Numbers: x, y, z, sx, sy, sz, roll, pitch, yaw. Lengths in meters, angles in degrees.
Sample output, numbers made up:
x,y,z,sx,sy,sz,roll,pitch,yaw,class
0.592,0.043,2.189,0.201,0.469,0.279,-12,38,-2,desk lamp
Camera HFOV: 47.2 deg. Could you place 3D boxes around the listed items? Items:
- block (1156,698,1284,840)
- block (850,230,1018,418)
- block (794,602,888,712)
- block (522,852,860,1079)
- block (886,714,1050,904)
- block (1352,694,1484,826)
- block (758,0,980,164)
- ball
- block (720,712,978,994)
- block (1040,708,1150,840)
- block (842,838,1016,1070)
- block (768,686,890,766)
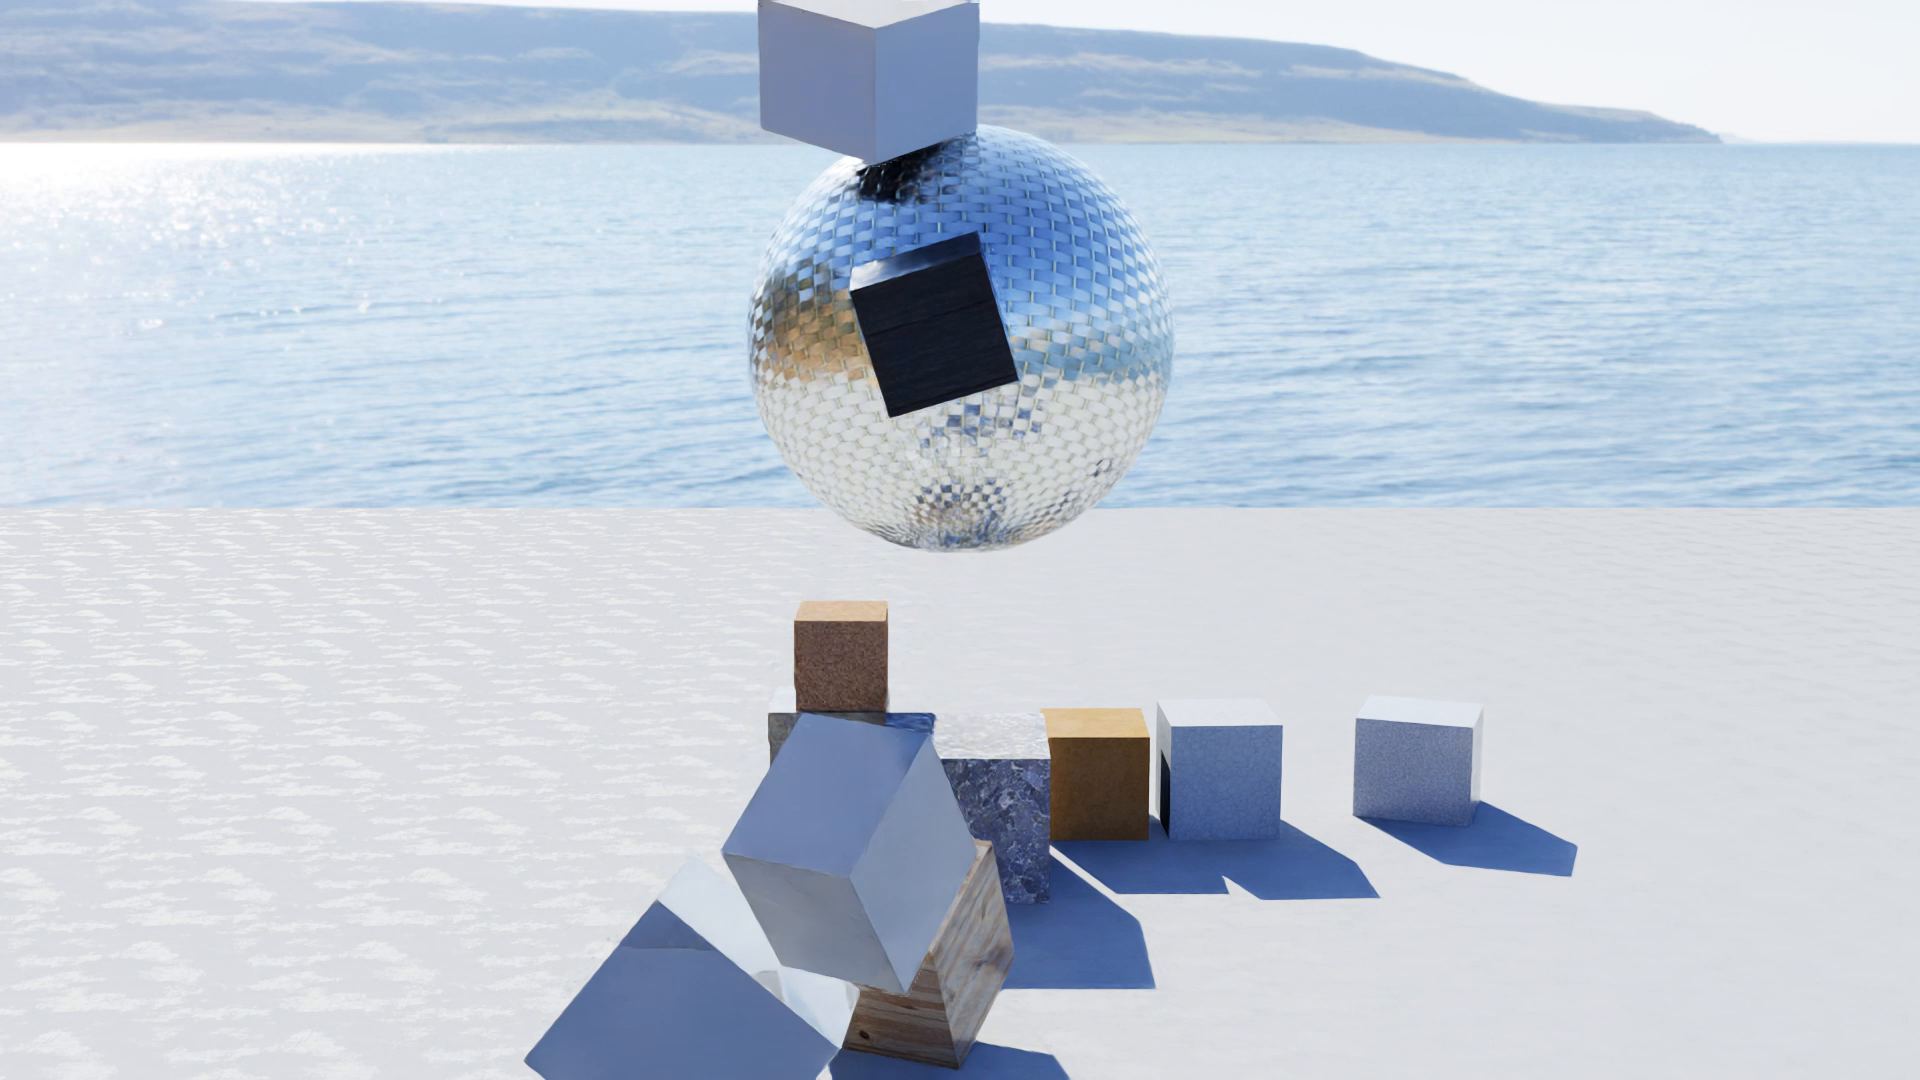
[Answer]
x,y,z,sx,sy,sz,roll,pitch,yaw,class
1.334,1.182,11.395,0.567,0.598,0.531,-1,10,-3,block
-0.083,-0.695,7.047,0.426,0.425,0.377,-16,18,4,block
-0.602,0.592,11.269,0.454,0.464,0.490,0,10,0,block
-0.851,1.573,7.141,0.736,0.675,0.626,40,6,-1,block
0.027,1.278,10.583,0.779,0.699,0.813,0,10,0,block
2.437,1.164,11.679,0.604,0.531,0.509,4,11,19,block
-0.320,-1.676,7.750,0.557,0.471,0.535,23,36,35,block
0.000,-0.746,8.218,1.600,1.600,1.600,0,10,0,ball
-0.334,0.980,6.914,0.460,0.591,0.567,7,47,28,block
0.691,1.208,11.407,0.533,0.542,0.574,0,10,0,block
-0.213,1.579,8.597,0.599,0.618,0.622,4,35,23,block
-0.666,1.149,11.373,0.590,0.670,0.570,0,10,0,block
